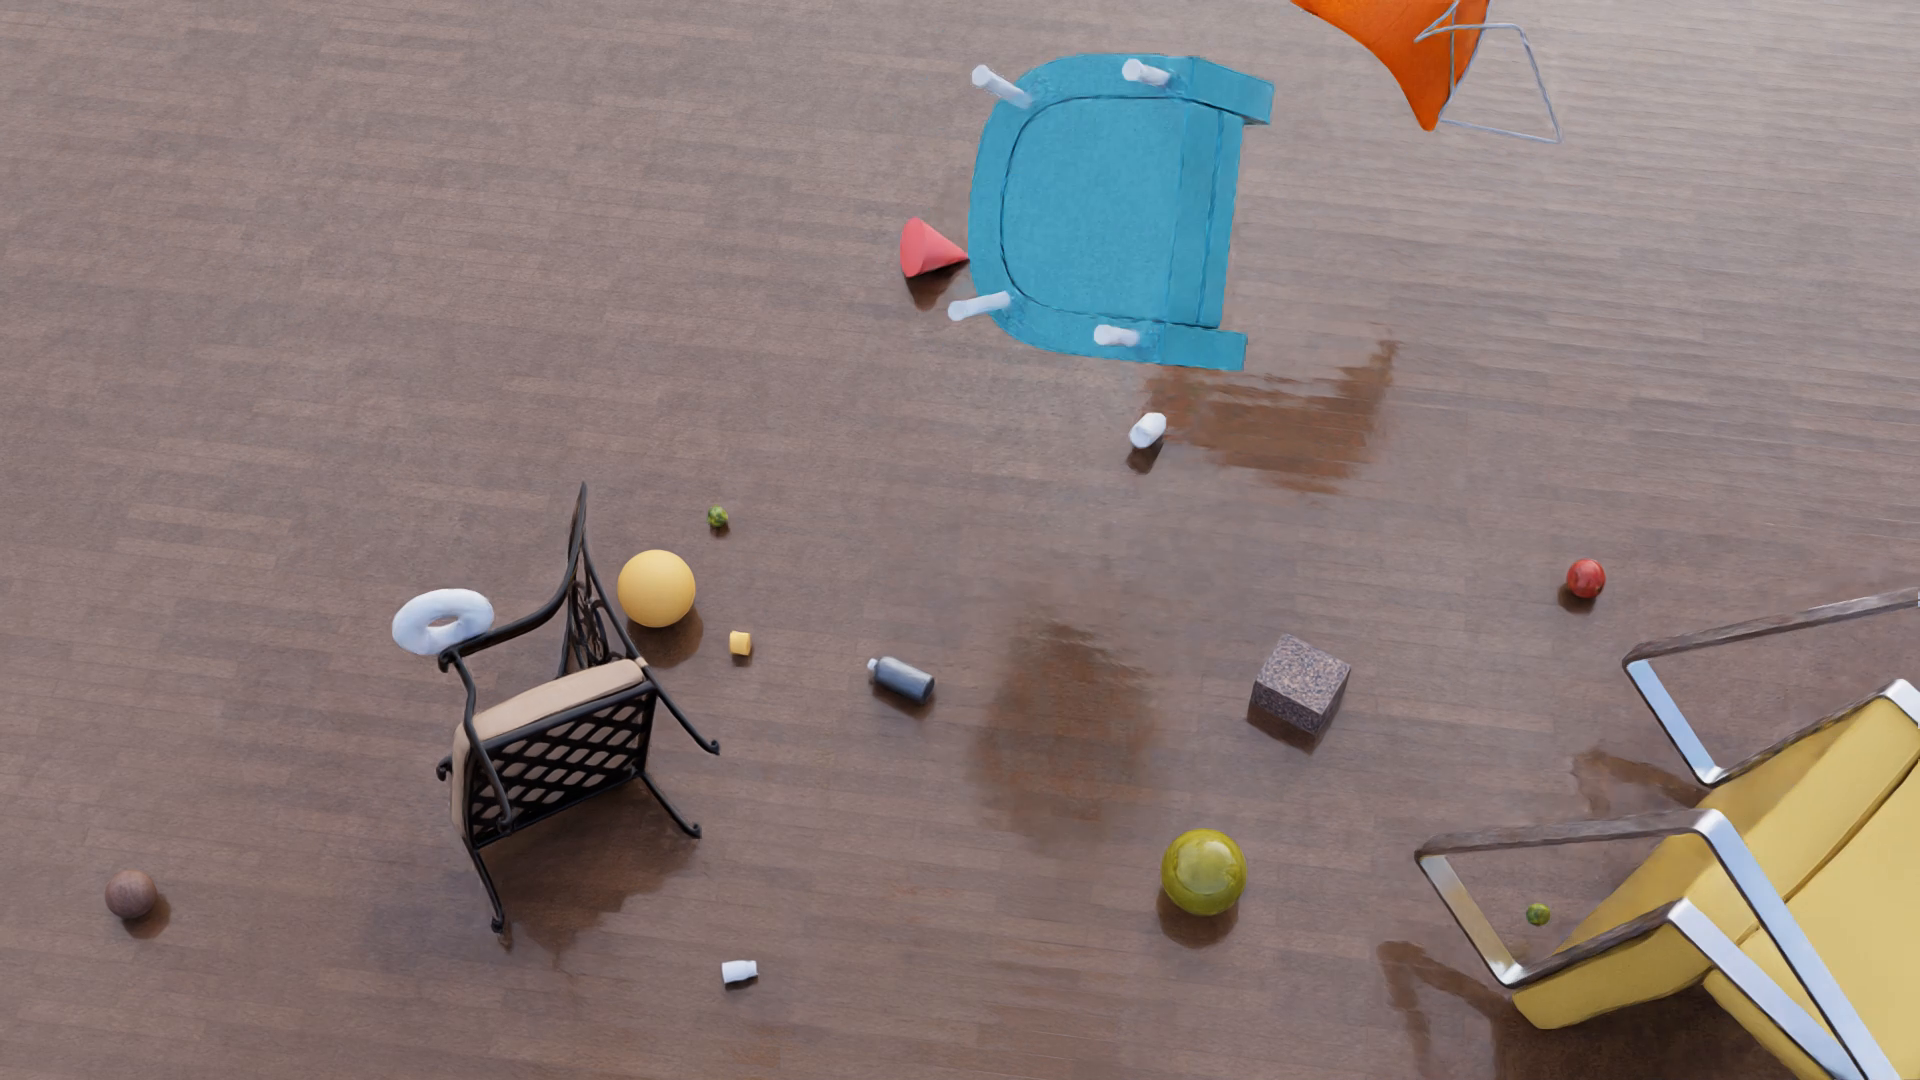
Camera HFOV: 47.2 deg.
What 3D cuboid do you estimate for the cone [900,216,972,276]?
[{"bbox_3d":[-0.056,-0.935,7.149,0.217,0.184,0.229,7,34,-24],"label":"cone"}]

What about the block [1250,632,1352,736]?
[{"bbox_3d":[0.965,0.407,6.227,0.211,0.122,0.186,27,60,17],"label":"block"}]

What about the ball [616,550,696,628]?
[{"bbox_3d":[-0.876,0.140,6.344,0.226,0.226,0.226,0,56,0],"label":"ball"}]

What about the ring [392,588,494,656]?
[{"bbox_3d":[-1.318,0.209,5.605,0.258,0.256,0.067,2,52,-34],"label":"ring"}]

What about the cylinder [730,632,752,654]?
[{"bbox_3d":[-0.633,0.296,6.331,0.050,0.074,0.060,7,65,5],"label":"cylinder"}]

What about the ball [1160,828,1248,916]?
[{"bbox_3d":[0.649,0.882,5.844,0.230,0.230,0.230,0,56,0],"label":"ball"}]
